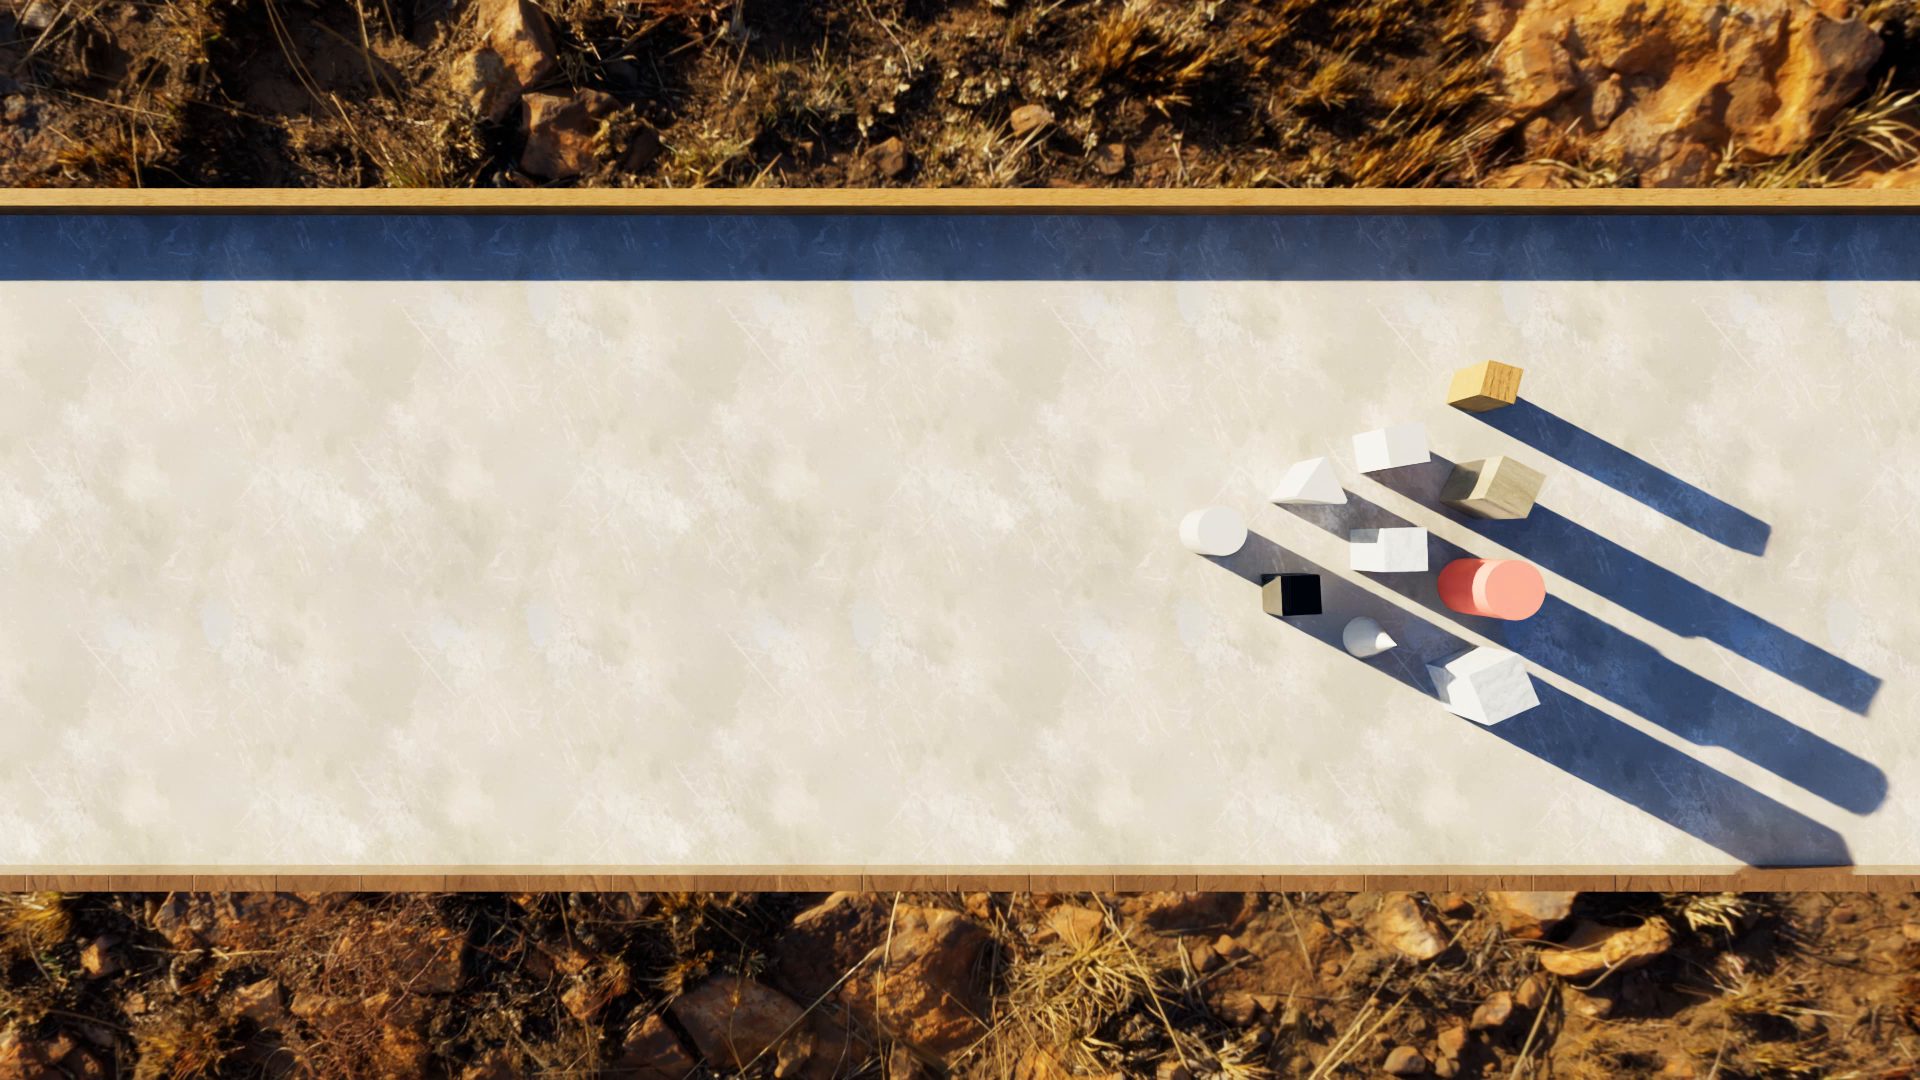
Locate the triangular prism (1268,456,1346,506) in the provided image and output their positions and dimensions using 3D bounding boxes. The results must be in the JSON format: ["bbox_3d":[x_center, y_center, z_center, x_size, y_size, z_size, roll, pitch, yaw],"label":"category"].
[{"bbox_3d":[1.027,-0.175,4.867,0.143,0.419,0.124,5,90,0],"label":"triangular prism"}]

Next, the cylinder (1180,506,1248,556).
[{"bbox_3d":[0.746,-0.027,4.885,0.142,0.383,0.142,0,90,0],"label":"cylinder"}]

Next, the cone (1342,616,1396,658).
[{"bbox_3d":[1.244,0.299,4.885,0.131,0.383,0.131,0,90,0],"label":"cone"}]

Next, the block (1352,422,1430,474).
[{"bbox_3d":[1.275,-0.272,4.889,0.116,0.376,0.116,-9,90,0],"label":"block"}]

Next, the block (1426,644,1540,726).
[{"bbox_3d":[1.534,0.422,4.862,0.155,0.428,0.155,-23,90,0],"label":"block"}]

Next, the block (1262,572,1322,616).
[{"bbox_3d":[0.987,0.160,4.923,0.115,0.307,0.115,-3,90,0],"label":"block"}]

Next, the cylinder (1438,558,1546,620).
[{"bbox_3d":[1.554,0.140,4.847,0.170,0.459,0.170,0,90,0],"label":"cylinder"}]

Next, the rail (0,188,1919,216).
[{"bbox_3d":[-2.247,-1.025,5.002,12.000,0.150,0.050,0,90,0],"label":"rail"}]

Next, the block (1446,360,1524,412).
[{"bbox_3d":[1.559,-0.456,4.912,0.103,0.329,0.103,16,90,0],"label":"block"}]

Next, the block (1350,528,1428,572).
[{"bbox_3d":[1.263,0.027,4.875,0.123,0.402,0.123,-2,90,0],"label":"block"}]

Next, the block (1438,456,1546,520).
[{"bbox_3d":[1.558,-0.150,4.851,0.132,0.450,0.132,25,90,0],"label":"block"}]

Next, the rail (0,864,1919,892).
[{"bbox_3d":[-2.247,1.025,5.001,12.000,0.150,0.050,0,90,0],"label":"rail"}]
